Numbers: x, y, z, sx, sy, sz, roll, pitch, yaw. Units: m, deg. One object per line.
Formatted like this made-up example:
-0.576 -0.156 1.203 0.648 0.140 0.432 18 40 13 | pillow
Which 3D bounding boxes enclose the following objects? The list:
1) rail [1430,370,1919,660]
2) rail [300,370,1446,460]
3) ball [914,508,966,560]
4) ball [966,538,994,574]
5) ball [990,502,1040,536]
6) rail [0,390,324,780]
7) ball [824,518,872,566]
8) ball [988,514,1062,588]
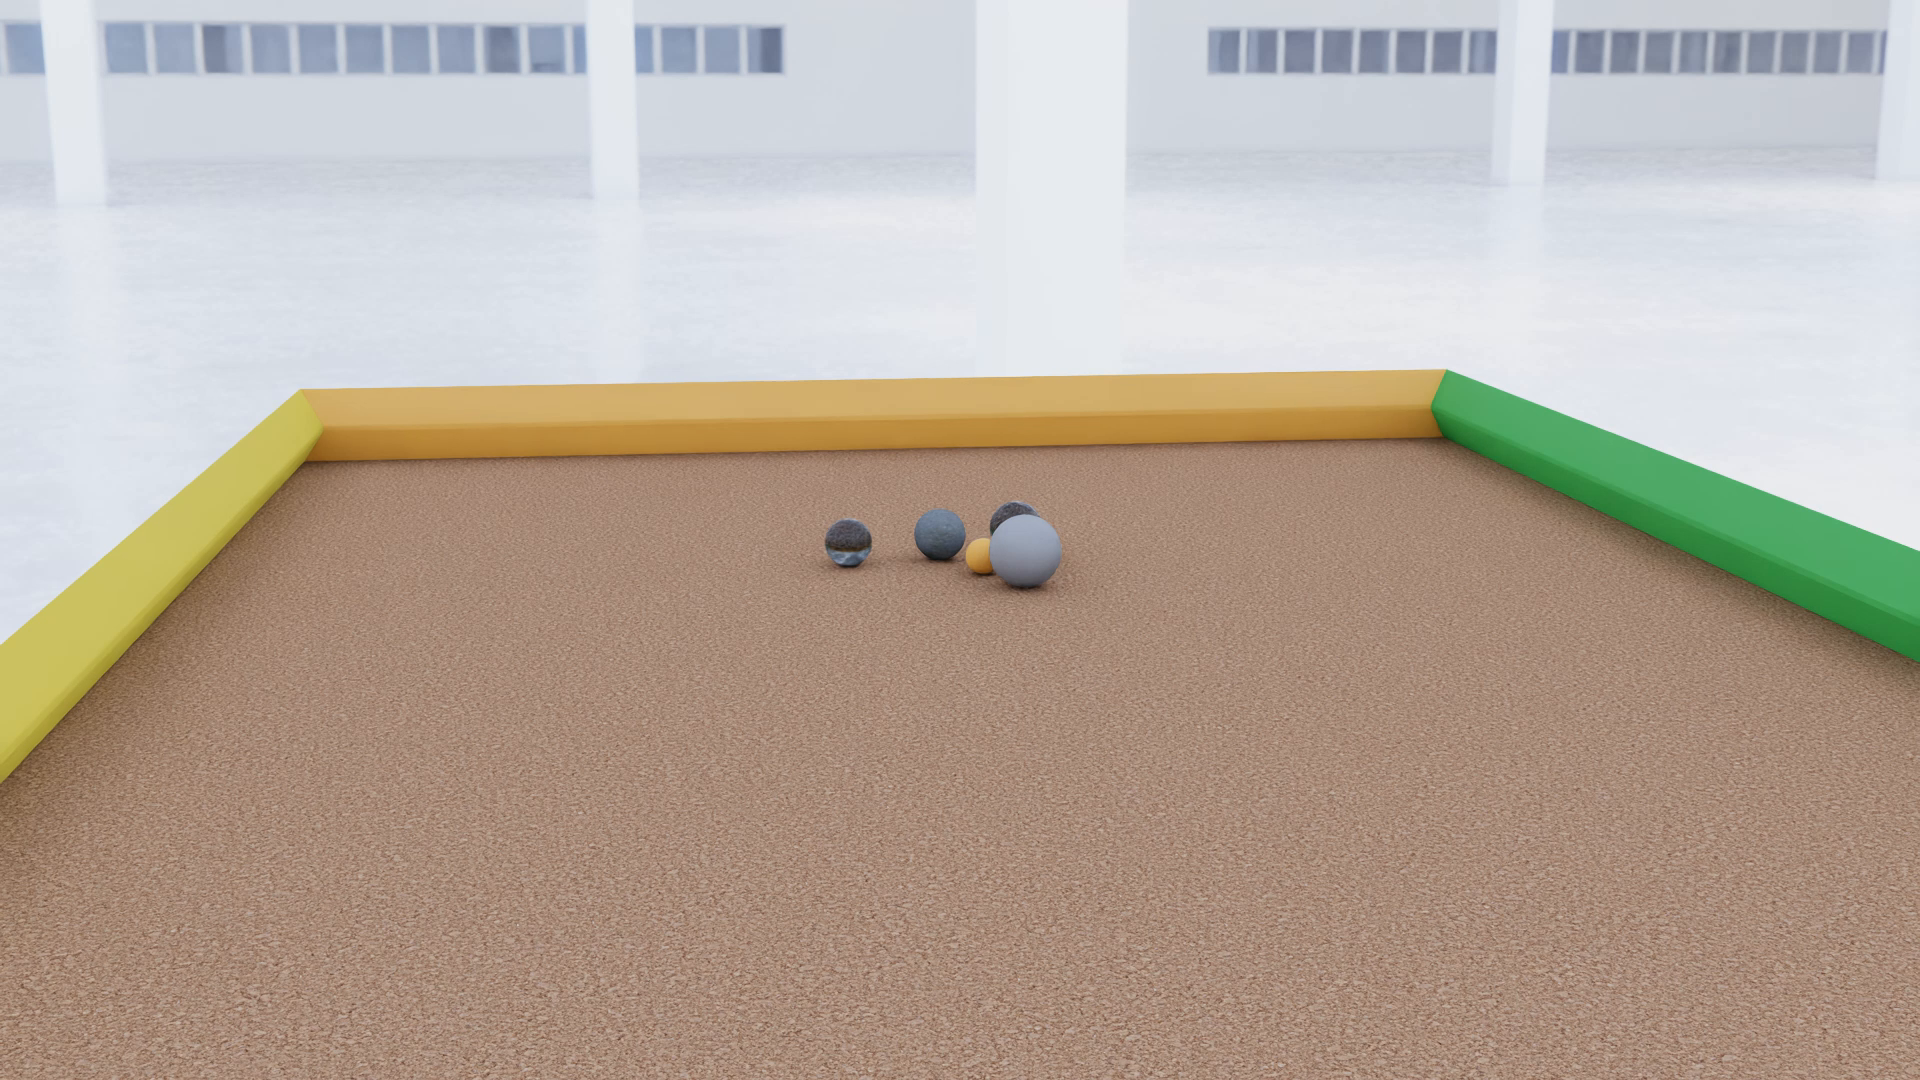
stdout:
1.156 0.148 2.276 0.045 0.129 3.958 -2 12 -7 | rail
-0.123 -0.229 4.044 2.124 0.129 0.045 -2 12 -7 | rail
-0.029 -0.008 3.144 0.074 0.074 0.074 0 12 0 | ball
0.032 0.022 3.059 0.050 0.050 0.050 0 12 0 | ball
0.081 -0.018 3.182 0.077 0.077 0.077 0 12 0 | ball
-0.904 0.203 2.018 0.045 0.129 3.958 -2 12 -7 | rail
-0.157 0.003 3.107 0.068 0.068 0.068 0 12 0 | ball
0.088 0.015 2.976 0.099 0.099 0.099 0 12 0 | ball
